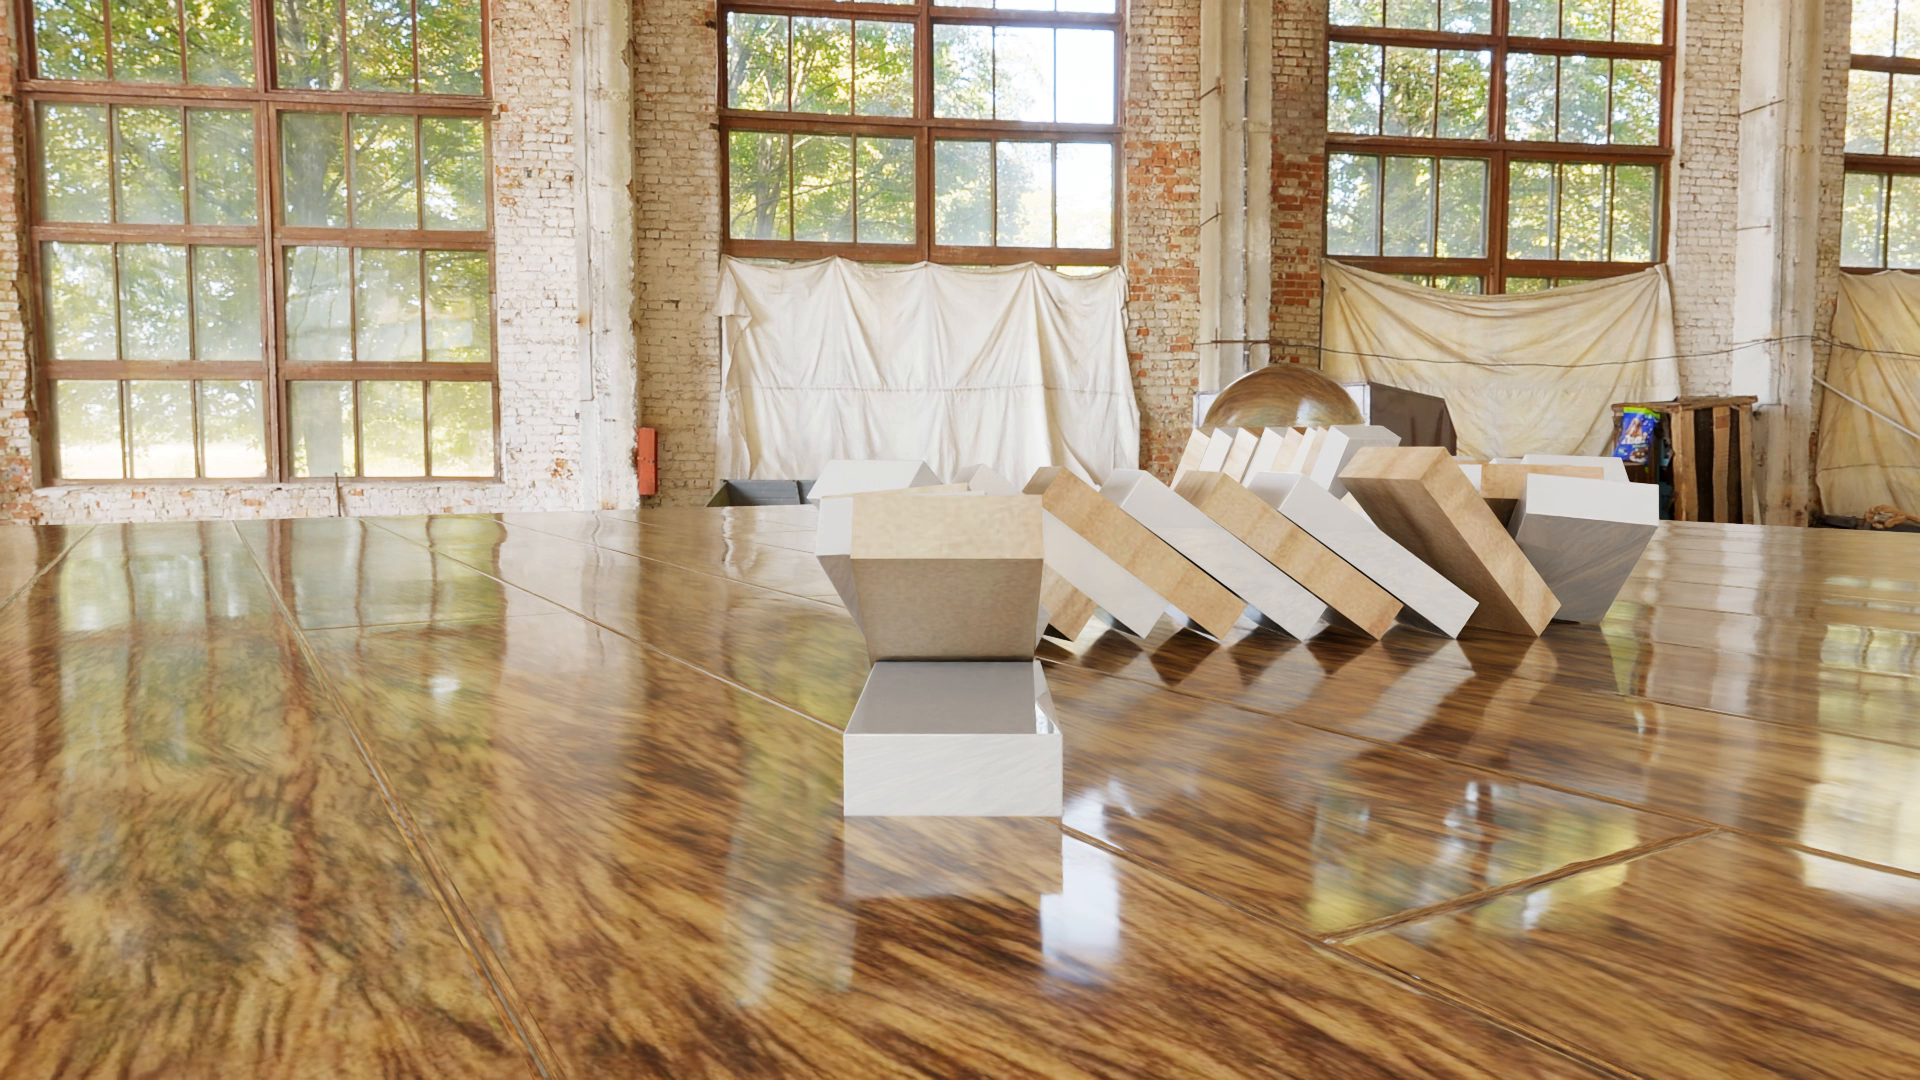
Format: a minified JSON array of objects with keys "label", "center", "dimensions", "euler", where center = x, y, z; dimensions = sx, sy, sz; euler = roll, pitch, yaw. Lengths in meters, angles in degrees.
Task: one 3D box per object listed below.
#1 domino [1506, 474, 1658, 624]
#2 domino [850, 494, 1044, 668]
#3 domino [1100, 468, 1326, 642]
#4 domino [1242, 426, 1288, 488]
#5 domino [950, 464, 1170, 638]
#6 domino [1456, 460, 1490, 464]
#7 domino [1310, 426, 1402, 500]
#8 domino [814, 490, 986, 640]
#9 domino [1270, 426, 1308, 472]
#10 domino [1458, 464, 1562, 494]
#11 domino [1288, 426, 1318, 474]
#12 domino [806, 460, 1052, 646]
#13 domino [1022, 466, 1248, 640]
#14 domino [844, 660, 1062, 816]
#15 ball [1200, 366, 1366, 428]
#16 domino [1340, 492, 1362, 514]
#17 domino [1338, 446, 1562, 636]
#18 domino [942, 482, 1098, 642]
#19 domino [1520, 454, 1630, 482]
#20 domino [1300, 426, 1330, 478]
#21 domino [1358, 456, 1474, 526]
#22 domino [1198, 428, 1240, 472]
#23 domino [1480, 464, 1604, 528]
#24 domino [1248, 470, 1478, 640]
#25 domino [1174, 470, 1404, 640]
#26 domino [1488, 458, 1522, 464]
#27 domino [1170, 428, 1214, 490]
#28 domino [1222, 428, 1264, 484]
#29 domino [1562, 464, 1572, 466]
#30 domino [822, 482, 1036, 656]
[{"label":"domino","center":[0.135,0.003,0.287],"dimensions":[0.025,0.009,0.050],"euler":[7,-26,16]},{"label":"domino","center":[-0.001,0.010,0.190],"dimensions":[0.025,0.010,0.050],"euler":[0,-28,1]},{"label":"domino","center":[0.054,0.003,0.284],"dimensions":[0.050,0.010,0.025],"euler":[36,-1,-9]},{"label":"domino","center":[0.120,-0.019,0.495],"dimensions":[0.025,0.050,0.010],"euler":[-3,33,-38]},{"label":"domino","center":[0.020,0.002,0.281],"dimensions":[0.050,0.009,0.025],"euler":[36,-5,-9]},{"label":"domino","center":[0.151,-0.007,0.405],"dimensions":[0.025,0.009,0.050],"euler":[-2,-32,-25]},{"label":"domino","center":[0.134,-0.016,0.451],"dimensions":[0.025,0.050,0.009],"euler":[-2,32,-30]},{"label":"domino","center":[-0.005,0.009,0.210],"dimensions":[0.025,0.009,0.050],"euler":[-2,-28,10]},{"label":"domino","center":[0.127,-0.018,0.486],"dimensions":[0.025,0.050,0.010],"euler":[-3,33,-37]},{"label":"domino","center":[0.137,0.000,0.324],"dimensions":[0.025,0.009,0.050],"euler":[2,-32,24]},{"label":"domino","center":[0.131,-0.018,0.476],"dimensions":[0.025,0.050,0.009],"euler":[-3,33,-36]},{"label":"domino","center":[-0.005,0.004,0.254],"dimensions":[0.025,0.010,0.050],"euler":[4,-34,42]},{"label":"domino","center":[0.037,0.002,0.283],"dimensions":[0.050,0.009,0.025],"euler":[36,-2,-8]},{"label":"domino","center":[-0.001,0.025,0.171],"dimensions":[0.025,0.009,0.050],"euler":[0,4,1]},{"label":"ball","center":[0.155,-0.044,0.618],"dimensions":[0.080,0.080,0.080],"euler":[0,4,0]},{"label":"domino","center":[0.141,-0.011,0.434],"dimensions":[0.025,0.010,0.050],"euler":[2,-38,-32]},{"label":"domino","center":[0.109,0.000,0.287],"dimensions":[0.050,0.009,0.025],"euler":[46,-15,-20]},{"label":"domino","center":[0.003,0.003,0.274],"dimensions":[0.050,0.010,0.025],"euler":[38,-11,-17]},{"label":"domino","center":[0.160,-0.004,0.353],"dimensions":[0.025,0.010,0.050],"euler":[2,-35,0]},{"label":"domino","center":[0.133,-0.017,0.463],"dimensions":[0.025,0.050,0.009],"euler":[-3,32,-31]},{"label":"domino","center":[0.145,-0.008,0.420],"dimensions":[0.025,0.009,0.050],"euler":[-2,-34,-27]},{"label":"domino","center":[0.104,-0.020,0.509],"dimensions":[0.025,0.050,0.010],"euler":[-3,33,-38]},{"label":"domino","center":[0.137,0.001,0.306],"dimensions":[0.025,0.009,0.050],"euler":[3,-31,21]},{"label":"domino","center":[0.088,0.003,0.288],"dimensions":[0.050,0.009,0.025],"euler":[34,-1,-10]},{"label":"domino","center":[0.071,0.003,0.286],"dimensions":[0.050,0.009,0.025],"euler":[35,-1,-9]},{"label":"domino","center":[0.158,-0.006,0.388],"dimensions":[0.025,0.009,0.050],"euler":[0,-33,-21]},{"label":"domino","center":[0.097,-0.021,0.518],"dimensions":[0.025,0.050,0.009],"euler":[-3,33,-38]},{"label":"domino","center":[0.112,-0.020,0.502],"dimensions":[0.025,0.050,0.009],"euler":[-3,33,-38]},{"label":"domino","center":[0.146,-0.001,0.337],"dimensions":[0.025,0.009,0.050],"euler":[2,-32,23]},{"label":"domino","center":[-0.004,0.007,0.228],"dimensions":[0.025,0.010,0.050],"euler":[-5,-28,15]}]
